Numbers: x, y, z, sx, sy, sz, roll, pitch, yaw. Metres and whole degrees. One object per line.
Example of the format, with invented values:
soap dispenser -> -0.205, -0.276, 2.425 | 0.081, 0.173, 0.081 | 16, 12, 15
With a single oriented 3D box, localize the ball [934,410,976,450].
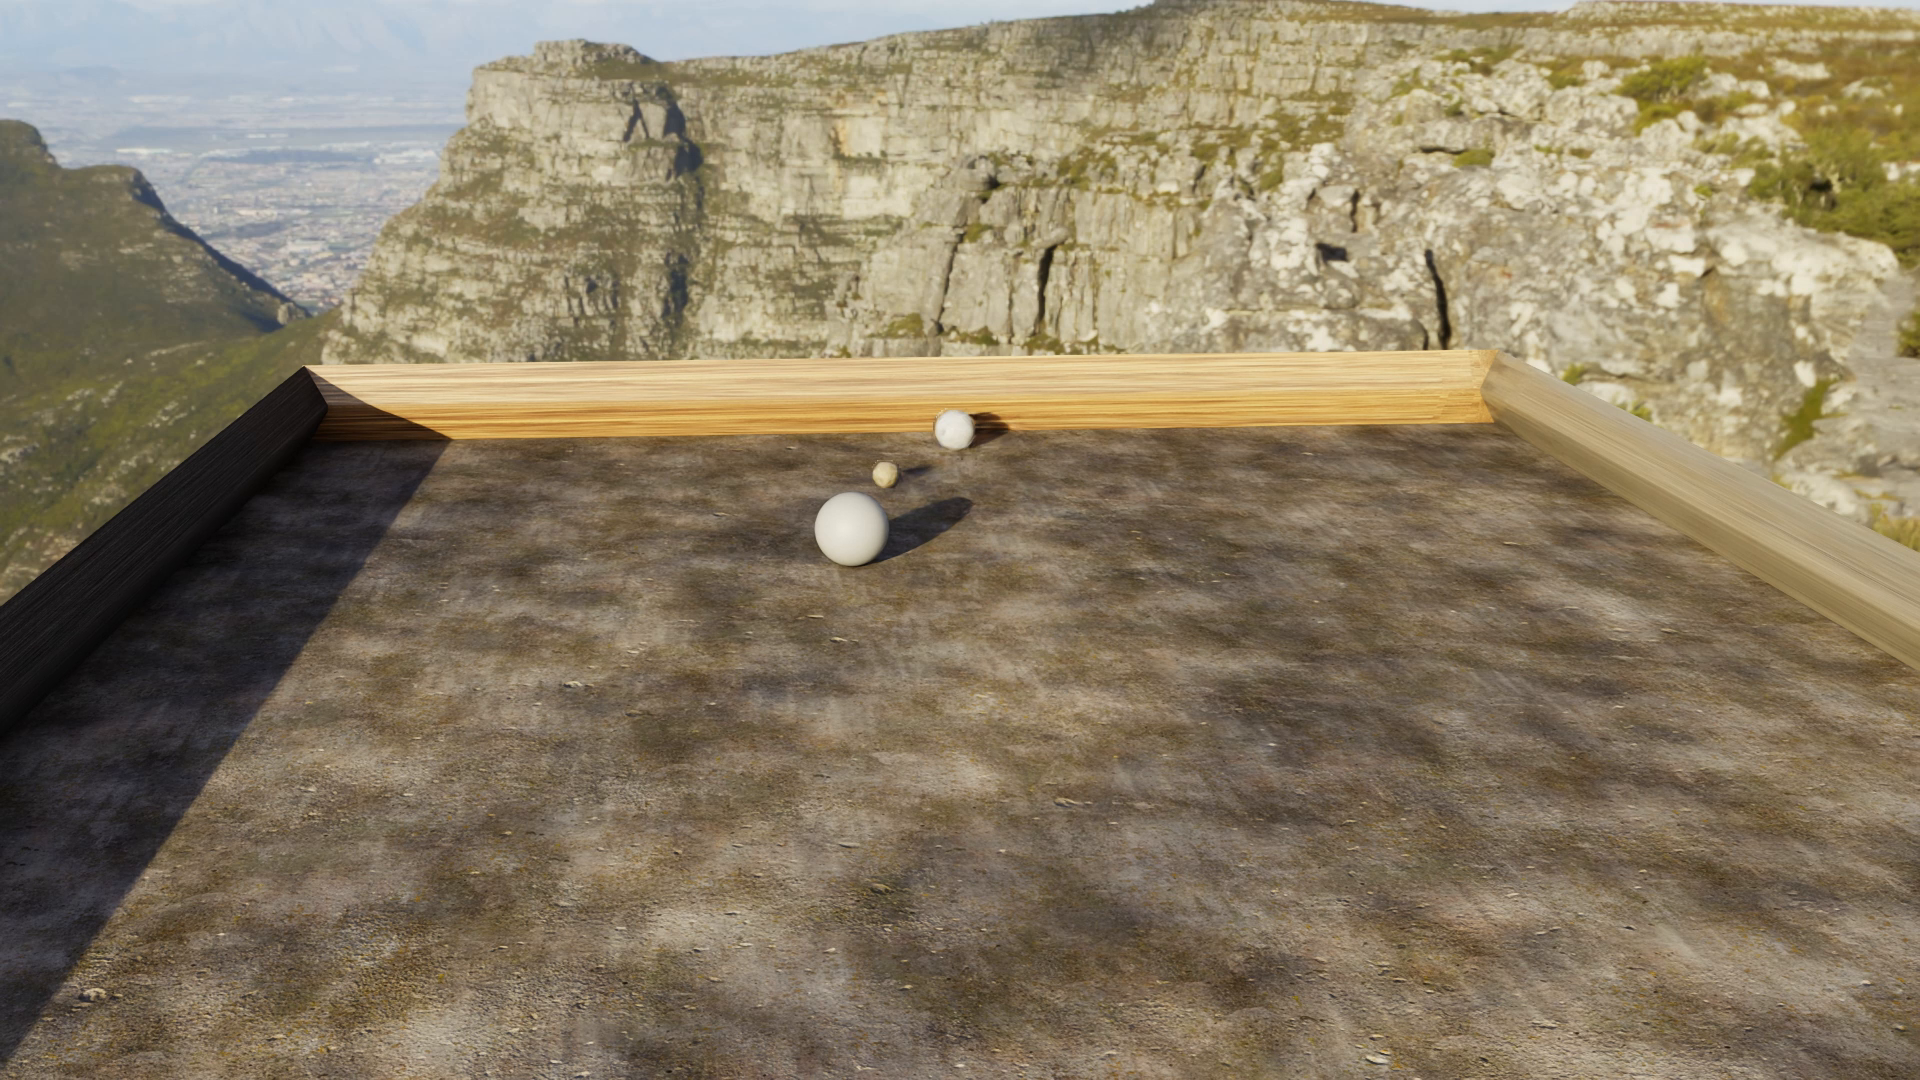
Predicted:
ball -> -0.008, -0.185, 3.686 | 0.069, 0.069, 0.069 | 0, 14, 0

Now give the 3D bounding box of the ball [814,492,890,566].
ball -> -0.144, -0.015, 2.932 | 0.100, 0.100, 0.100 | 0, 14, 0

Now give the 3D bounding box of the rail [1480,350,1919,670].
rail -> 1.092, 0.174, 2.102 | 0.045, 0.130, 3.752 | -1, 14, -5

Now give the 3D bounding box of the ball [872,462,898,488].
ball -> -0.115, -0.101, 3.403 | 0.041, 0.041, 0.041 | 0, 14, 0

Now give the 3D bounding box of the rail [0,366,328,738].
rail -> -0.934, 0.215, 1.936 | 0.045, 0.130, 3.752 | -1, 14, -5

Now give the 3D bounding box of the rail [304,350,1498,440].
rail -> -0.077, -0.248, 3.811 | 2.080, 0.130, 0.045 | -1, 14, -5
